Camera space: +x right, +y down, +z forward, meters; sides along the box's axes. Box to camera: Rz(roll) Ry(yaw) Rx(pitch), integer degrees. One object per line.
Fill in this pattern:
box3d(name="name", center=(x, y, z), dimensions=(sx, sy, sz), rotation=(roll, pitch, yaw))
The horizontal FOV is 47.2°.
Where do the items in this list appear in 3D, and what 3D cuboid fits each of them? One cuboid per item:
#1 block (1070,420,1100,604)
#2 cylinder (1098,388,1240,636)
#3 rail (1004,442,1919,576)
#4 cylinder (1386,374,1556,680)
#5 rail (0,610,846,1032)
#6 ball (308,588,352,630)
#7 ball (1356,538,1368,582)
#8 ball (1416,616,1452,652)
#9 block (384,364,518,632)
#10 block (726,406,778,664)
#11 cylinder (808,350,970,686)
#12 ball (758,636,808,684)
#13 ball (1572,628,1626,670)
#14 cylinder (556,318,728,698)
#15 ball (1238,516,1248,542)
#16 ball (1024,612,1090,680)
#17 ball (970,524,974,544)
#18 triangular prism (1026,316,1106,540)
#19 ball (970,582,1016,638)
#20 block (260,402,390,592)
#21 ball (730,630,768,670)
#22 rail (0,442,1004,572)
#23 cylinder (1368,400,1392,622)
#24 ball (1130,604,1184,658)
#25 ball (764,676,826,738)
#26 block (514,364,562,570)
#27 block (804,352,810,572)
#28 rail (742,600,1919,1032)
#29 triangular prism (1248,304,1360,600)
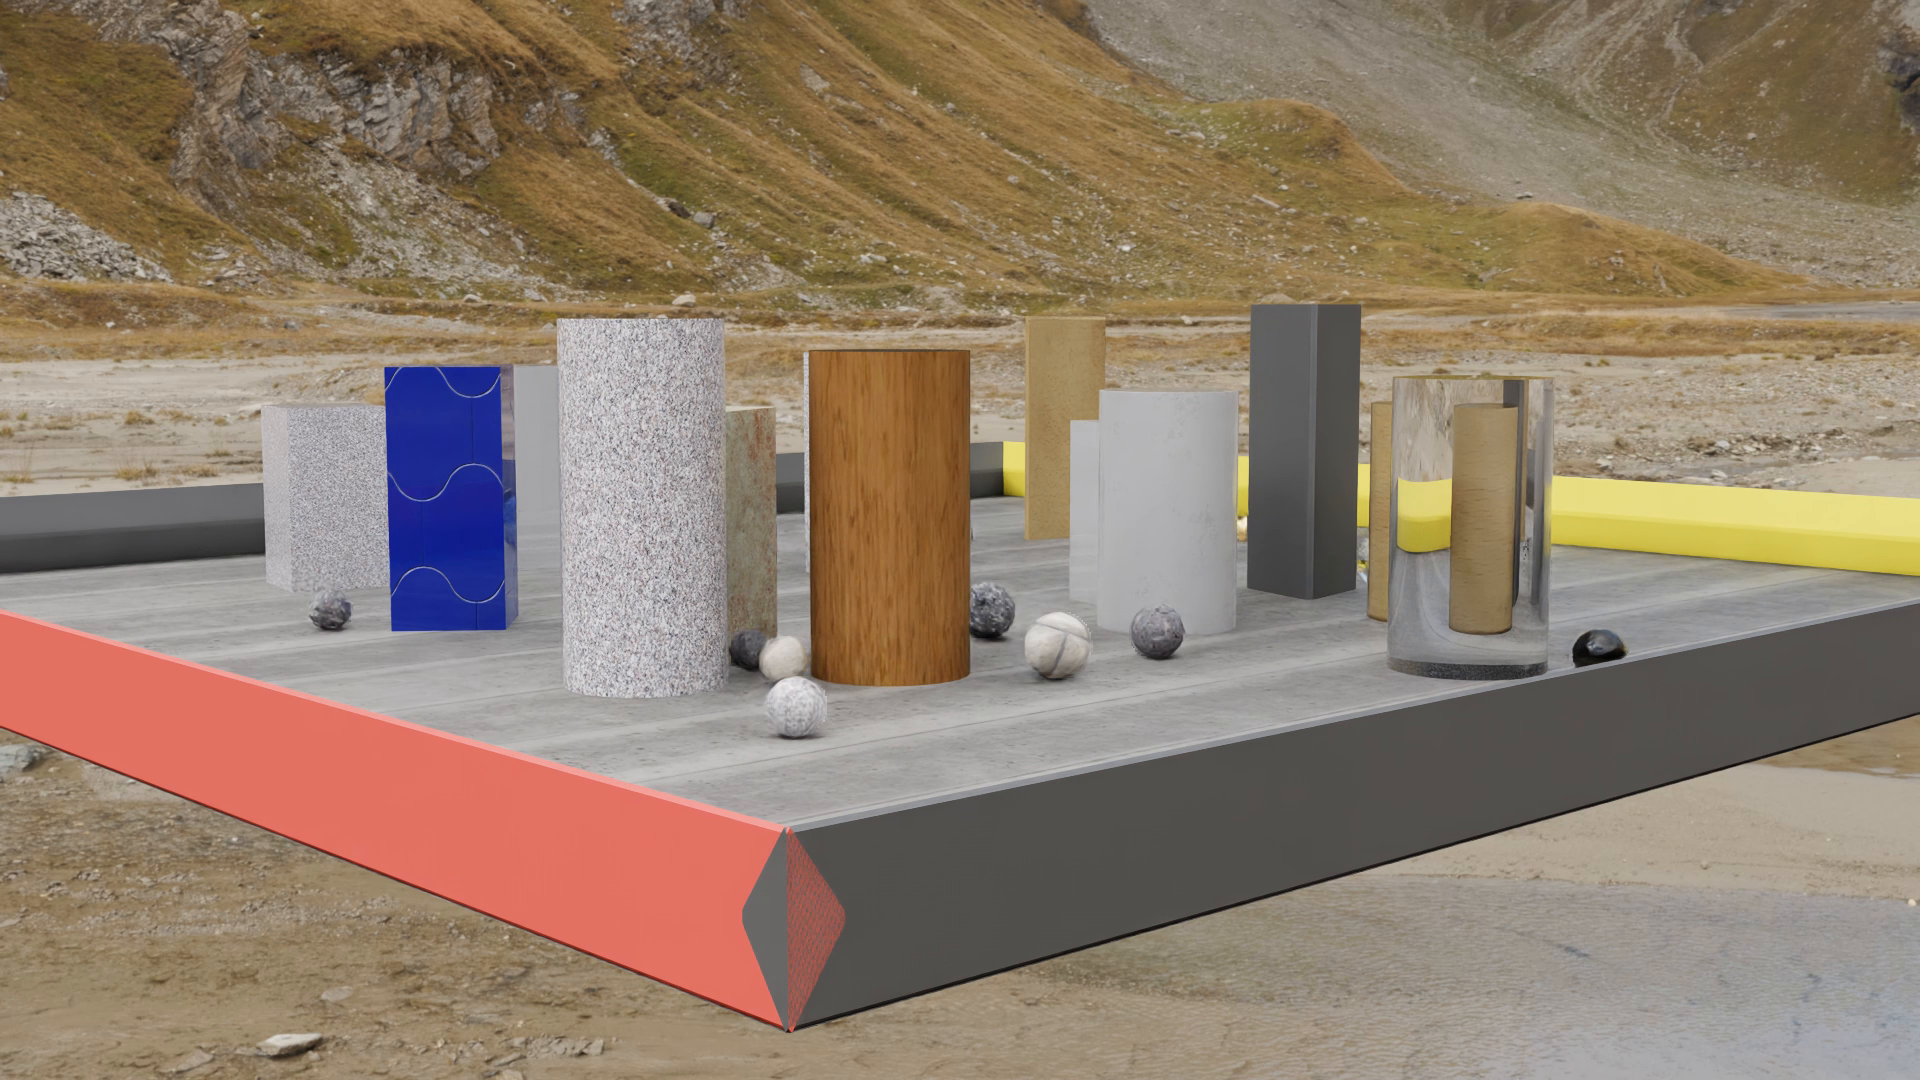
box3d(name="block", center=(0.277, -0.043, 3.354), dimensions=(0.157, 0.276, 0.157), rotation=(-4, 7, -31))
box3d(name="cylinder", center=(0.293, -0.045, 3.099), dimensions=(0.196, 0.333, 0.196), rotation=(0, 6, 0))
box3d(name="rail", center=(1.033, -0.066, 4.280), dimensions=(0.045, 0.127, 2.785), rotation=(-5, 8, -42))
box3d(name="cylinder", center=(0.633, -0.021, 2.729), dimensions=(0.196, 0.362, 0.196), rotation=(0, 6, 0))
box3d(name="rail", center=(-1.033, 0.132, 2.384), dimensions=(0.045, 0.127, 2.785), rotation=(-5, 8, -42))
box3d(name="ball", center=(-0.880, 0.097, 3.069), dimensions=(0.058, 0.058, 0.058), rotation=(0, 6, 0))
box3d(name="ball", center=(0.680, 0.032, 3.518), dimensions=(0.093, 0.093, 0.093), rotation=(0, 6, 0))
box3d(name="ball", center=(0.618, 0.123, 2.866), dimensions=(0.048, 0.048, 0.048), rotation=(0, 6, 0))
box3d(name="block", center=(-0.719, -0.064, 3.122), dimensions=(0.157, 0.366, 0.157), rotation=(-1, 6, -5))
box3d(name="block", center=(-0.343, -0.011, 2.848), dimensions=(0.157, 0.318, 0.157), rotation=(2, 6, 21))
box3d(name="cylinder", center=(-0.086, -0.033, 2.686), dimensions=(0.196, 0.396, 0.196), rotation=(0, 6, 0))
box3d(name="ball", center=(-0.210, 0.143, 2.621), dimensions=(0.059, 0.059, 0.059), rotation=(0, 6, 0))
box3d(name="ball", center=(0.770, 0.138, 2.647), dimensions=(0.063, 0.063, 0.063), rotation=(0, 6, 0))
box3d(name="cylinder", center=(-0.375, -0.044, 2.608), dimensions=(0.196, 0.434, 0.196), rotation=(0, 6, 0))
box3d(name="ball", center=(0.551, -0.020, 4.218), dimensions=(0.052, 0.052, 0.052), rotation=(0, 6, 0))
box3d(name="ball", center=(0.118, 0.128, 2.662), dimensions=(0.081, 0.081, 0.081), rotation=(0, 6, 0))
box3d(name="ball", center=(-0.020, -0.010, 3.956), dimensions=(0.086, 0.086, 0.086), rotation=(0, 6, 0))
box3d(name="triangular prism", center=(0.179, -0.227, 4.355), dimensions=(0.170, 0.433, 0.147), rotation=(-3, 6, -23))
box3d(name="ball", center=(0.037, 0.095, 2.986), dimensions=(0.077, 0.077, 0.077), rotation=(0, 6, 0))
box3d(name="block", center=(-1.030, -0.073, 3.569), dimensions=(0.157, 0.291, 0.157), rotation=(-4, 7, -32))
box3d(name="ball", center=(-0.261, 0.136, 2.731), dimensions=(0.050, 0.050, 0.050), rotation=(0, 6, 0))
box3d(name="rail", center=(-0.928, -0.072, 4.332), dimensions=(2.858, 0.127, 0.045), rotation=(-5, 8, -42))
box3d(name="cylinder", center=(0.691, -0.042, 3.180), dimensions=(0.196, 0.311, 0.196), rotation=(0, 6, 0))
box3d(name="ball", center=(0.253, 0.117, 2.823), dimensions=(0.069, 0.069, 0.069), rotation=(0, 6, 0))
box3d(name="ball", center=(-0.172, 0.174, 2.298), dimensions=(0.063, 0.063, 0.063), rotation=(0, 6, 0))
box3d(name="block", center=(-0.782, -0.130, 3.837), dimensions=(0.157, 0.349, 0.157), rotation=(-4, 7, -34))
box3d(name="block", center=(-0.153, -0.131, 3.735), dimensions=(0.157, 0.373, 0.157), rotation=(6, 8, 44))
box3d(name="rail", center=(0.928, 0.138, 2.332), dimensions=(2.858, 0.127, 0.045), rotation=(-5, 8, -42))
box3d(name="triangular prism", center=(0.524, -0.144, 3.473), dimensions=(0.147, 0.453, 0.170), rotation=(4, 7, 34))
